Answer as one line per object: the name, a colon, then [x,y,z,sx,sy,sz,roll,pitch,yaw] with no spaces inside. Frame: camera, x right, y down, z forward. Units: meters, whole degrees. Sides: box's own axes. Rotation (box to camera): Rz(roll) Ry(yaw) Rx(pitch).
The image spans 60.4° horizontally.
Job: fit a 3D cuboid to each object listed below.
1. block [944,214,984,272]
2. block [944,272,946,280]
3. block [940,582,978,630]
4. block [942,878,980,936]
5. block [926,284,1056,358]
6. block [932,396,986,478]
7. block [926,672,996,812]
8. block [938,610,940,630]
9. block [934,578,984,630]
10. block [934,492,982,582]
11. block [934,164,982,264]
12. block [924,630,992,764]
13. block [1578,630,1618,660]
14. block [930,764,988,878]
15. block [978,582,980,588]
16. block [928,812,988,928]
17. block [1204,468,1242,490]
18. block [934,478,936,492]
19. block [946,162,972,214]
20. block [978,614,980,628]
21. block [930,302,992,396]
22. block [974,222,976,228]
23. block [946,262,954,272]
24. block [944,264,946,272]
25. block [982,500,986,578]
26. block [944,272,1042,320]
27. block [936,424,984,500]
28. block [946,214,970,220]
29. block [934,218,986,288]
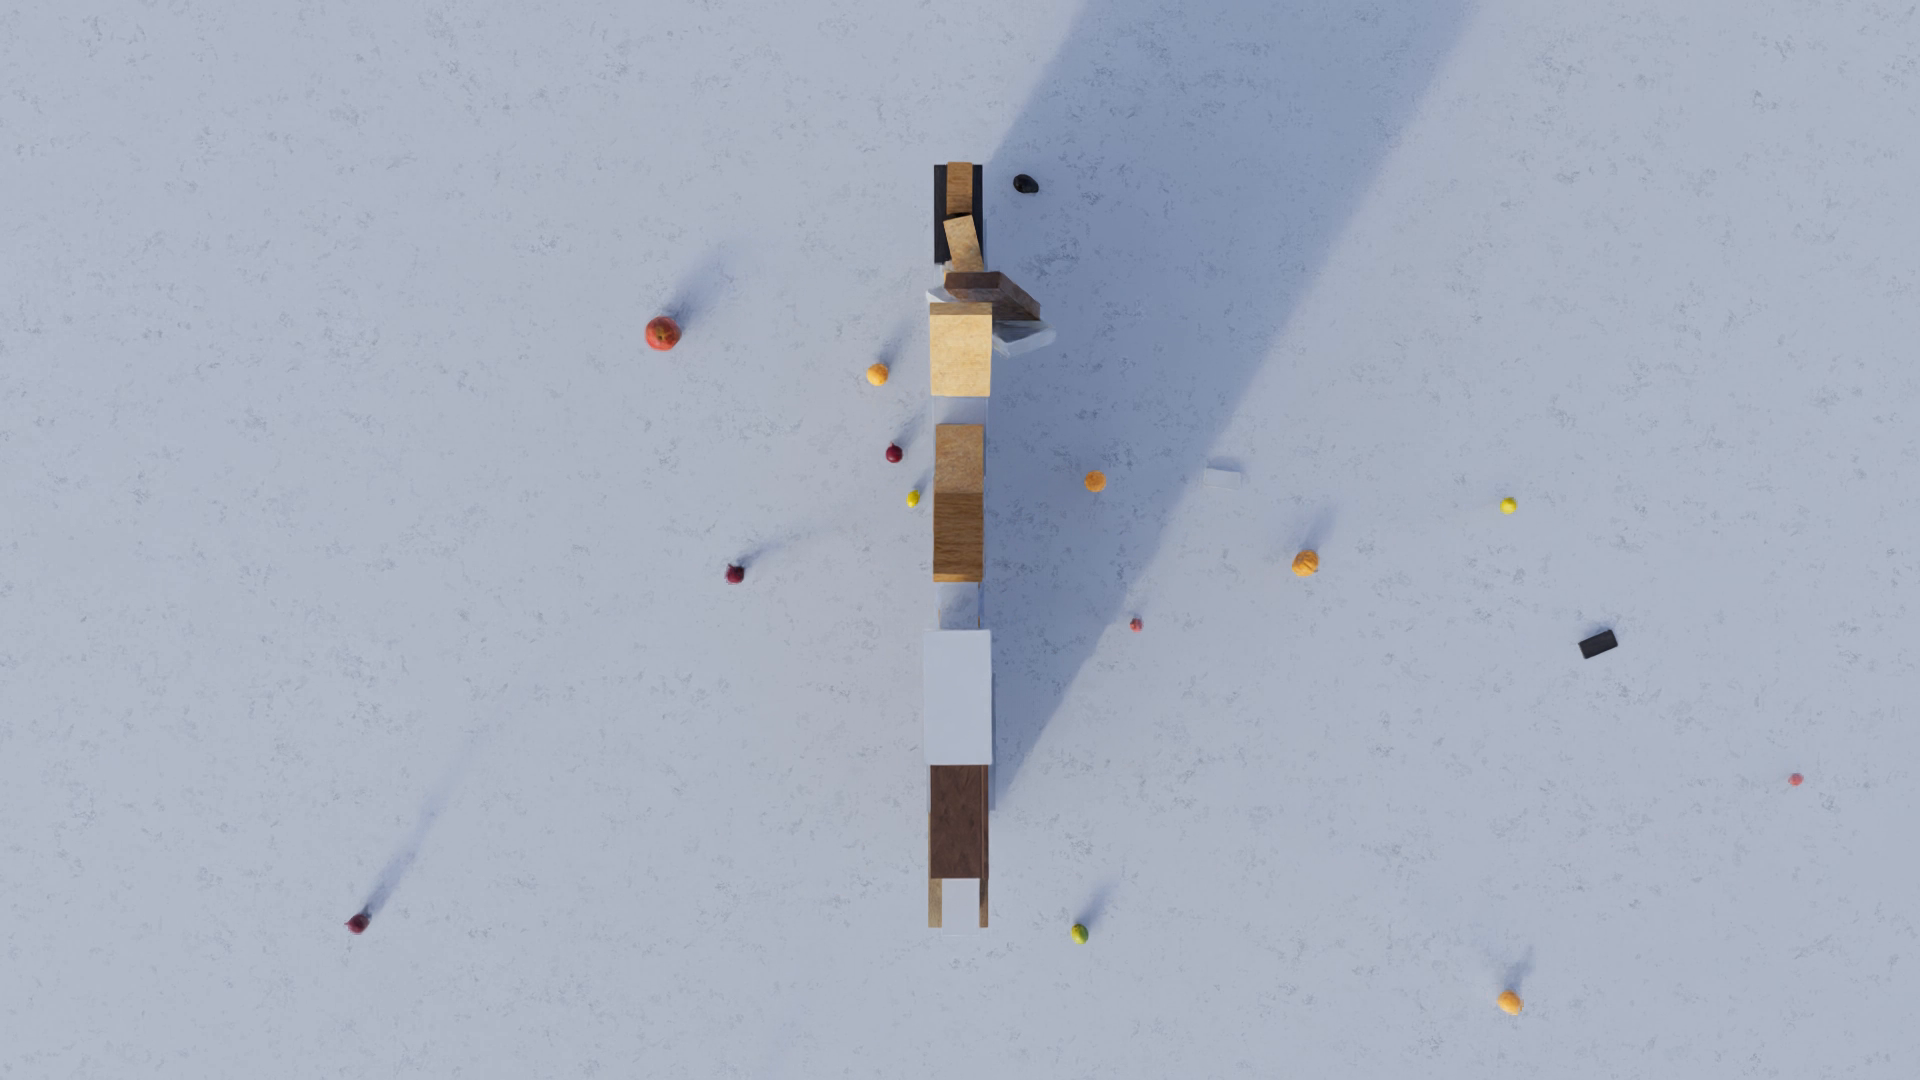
block: [0.010,-0.754,4.247,0.075,0.021,0.150,-13,96,1]
block: [-0.006,-0.756,4.809,0.082,0.164,0.023,-4,55,-2]
block: [-0.002,0.170,4.104,0.093,0.026,0.186,0,88,0]
block: [0.002,0.870,4.014,0.090,0.025,0.179,0,90,0]
block: [0.081,-0.620,4.545,0.149,0.448,0.042,-22,125,-22]
block: [0.000,-0.298,4.248,0.136,0.039,0.273,0,89,0]
block: [0.002,0.505,4.145,0.173,0.049,0.346,0,90,0]
block: [-0.009,0.274,4.316,0.092,0.026,0.185,0,90,0]
block: [-0.002,0.136,5.166,0.156,0.044,0.312,0,90,0]
block: [-0.004,-0.008,4.081,0.121,0.034,0.242,0,56,0]
block: [-0.004,-0.872,4.421,0.131,0.037,0.261,0,92,0]
block: [-0.005,0.360,3.790,0.153,0.043,0.307,0,91,0]
block: [2.124,0.348,5.492,0.117,0.017,0.059,-23,90,0]
block: [-0.001,0.648,3.832,0.135,0.038,0.269,0,90,0]
block: [0.003,0.069,4.367,0.093,0.497,0.026,-1,99,0]
block: [-0.004,0.835,4.228,0.154,0.044,0.308,0,90,0]
block: [0.874,-0.202,5.492,0.117,0.017,0.059,9,90,0]
block: [-0.004,-0.185,5.157,0.160,0.045,0.320,0,90,0]
block: [-0.001,-0.909,4.259,0.066,0.019,0.131,1,92,0]
block: [0.002,0.203,4.210,0.093,0.186,0.026,-2,95,0]
block: [0.002,-0.471,4.096,0.149,0.299,0.042,0,55,0]
block: [0.004,-0.812,4.329,0.075,0.150,0.021,0,90,0]
block: [-0.002,-0.728,4.429,0.075,0.337,0.021,1,97,-1]
block: [-0.012,-0.853,4.713,0.082,0.023,0.164,-4,96,0]
block: [0.003,-0.033,4.198,0.121,0.359,0.034,0,130,0]
block: [0.088,-0.634,4.302,0.149,0.299,0.042,2,82,23]
block: [-0.002,-0.170,4.192,0.121,0.034,0.242,0,81,0]
block: [-0.002,-0.864,4.337,0.066,0.131,0.019,0,89,0]
block: [0.002,-0.836,5.151,0.163,0.046,0.326,0,90,0]
